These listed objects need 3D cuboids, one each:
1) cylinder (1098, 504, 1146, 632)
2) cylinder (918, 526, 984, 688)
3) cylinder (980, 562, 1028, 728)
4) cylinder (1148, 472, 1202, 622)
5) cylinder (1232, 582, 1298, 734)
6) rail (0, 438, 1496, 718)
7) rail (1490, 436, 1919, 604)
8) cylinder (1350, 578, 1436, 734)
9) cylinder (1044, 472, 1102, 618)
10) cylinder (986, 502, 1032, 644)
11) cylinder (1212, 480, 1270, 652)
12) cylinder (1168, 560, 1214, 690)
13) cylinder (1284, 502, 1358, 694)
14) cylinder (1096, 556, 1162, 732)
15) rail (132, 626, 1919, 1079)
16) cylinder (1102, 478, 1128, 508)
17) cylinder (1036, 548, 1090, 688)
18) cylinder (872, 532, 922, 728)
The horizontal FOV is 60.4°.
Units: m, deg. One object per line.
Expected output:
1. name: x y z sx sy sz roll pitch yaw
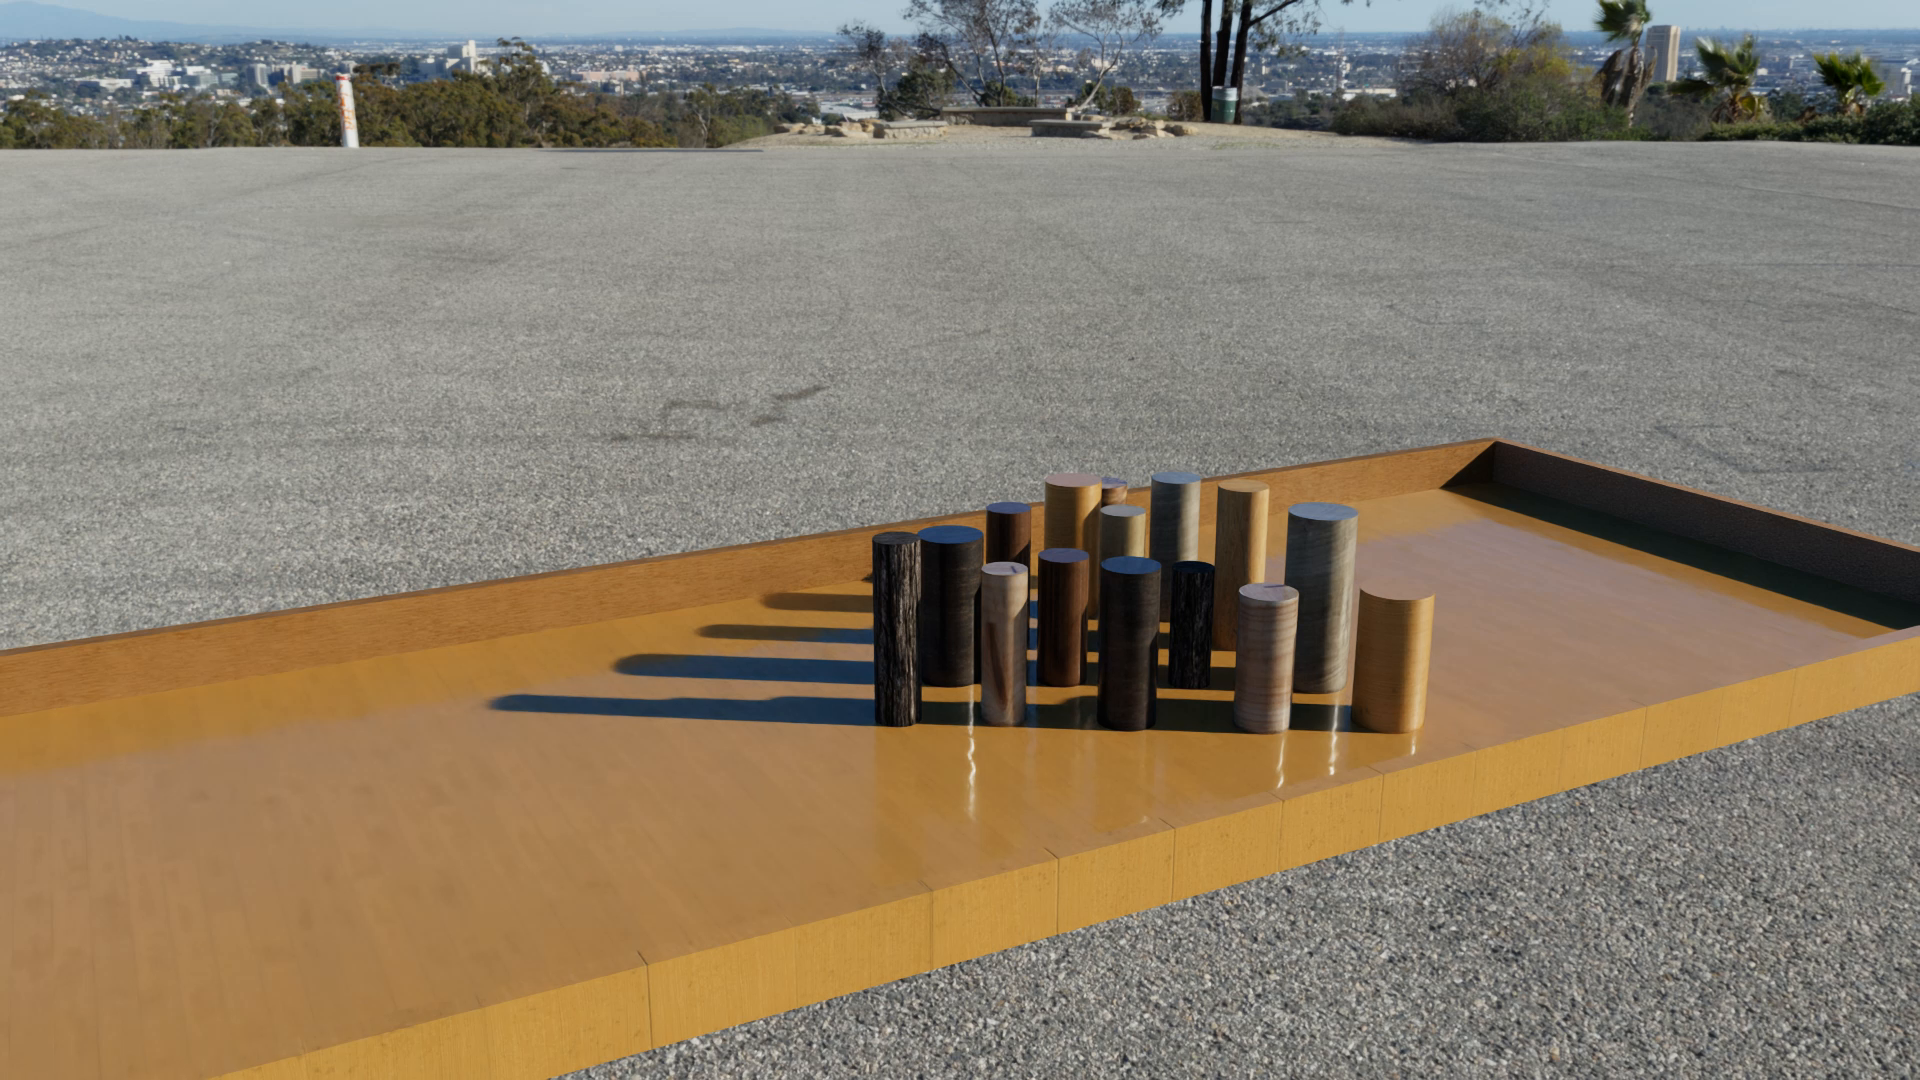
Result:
1. cylinder: 0.425 0.102 4.345 0.119 0.374 0.119 0 16 0
2. cylinder: -0.024 0.165 4.130 0.164 0.374 0.164 0 16 0
3. cylinder: 0.103 0.245 3.861 0.108 0.373 0.108 0 16 0
4. cylinder: 0.593 0.019 4.583 0.136 0.398 0.136 0 16 0
5. cylinder: 0.711 0.275 3.839 0.136 0.326 0.136 0 16 0
6. rail: -3.305 0.497 3.399 12.000 0.150 0.050 -9 18 -27
7. rail: 2.466 -0.048 5.253 0.050 0.150 2.100 -9 18 -27
8. cylinder: 1.012 0.269 3.858 0.170 0.327 0.170 0 16 0
9. cylinder: 0.314 0.017 4.620 0.158 0.382 0.158 0 16 0
10. cylinder: 0.127 0.094 4.376 0.119 0.372 0.119 0 16 0
11. cylinder: 0.739 0.067 4.353 0.132 0.436 0.132 0 16 0
12. cylinder: 0.574 0.211 4.099 0.105 0.302 0.105 0 16 0
13. cylinder: 0.885 0.143 4.079 0.168 0.445 0.168 0 16 0
14. cylinder: 0.394 0.242 3.850 0.140 0.385 0.140 0 16 0
15. rail: -2.336 1.006 1.665 12.000 0.150 0.050 -9 18 -27
16. cylinder: 0.422 -0.018 4.862 0.134 0.312 0.134 0 16 0
17. cylinder: 0.257 0.193 4.120 0.127 0.325 0.127 0 16 0
18. cylinder: -0.146 0.209 3.853 0.111 0.446 0.111 0 16 0
